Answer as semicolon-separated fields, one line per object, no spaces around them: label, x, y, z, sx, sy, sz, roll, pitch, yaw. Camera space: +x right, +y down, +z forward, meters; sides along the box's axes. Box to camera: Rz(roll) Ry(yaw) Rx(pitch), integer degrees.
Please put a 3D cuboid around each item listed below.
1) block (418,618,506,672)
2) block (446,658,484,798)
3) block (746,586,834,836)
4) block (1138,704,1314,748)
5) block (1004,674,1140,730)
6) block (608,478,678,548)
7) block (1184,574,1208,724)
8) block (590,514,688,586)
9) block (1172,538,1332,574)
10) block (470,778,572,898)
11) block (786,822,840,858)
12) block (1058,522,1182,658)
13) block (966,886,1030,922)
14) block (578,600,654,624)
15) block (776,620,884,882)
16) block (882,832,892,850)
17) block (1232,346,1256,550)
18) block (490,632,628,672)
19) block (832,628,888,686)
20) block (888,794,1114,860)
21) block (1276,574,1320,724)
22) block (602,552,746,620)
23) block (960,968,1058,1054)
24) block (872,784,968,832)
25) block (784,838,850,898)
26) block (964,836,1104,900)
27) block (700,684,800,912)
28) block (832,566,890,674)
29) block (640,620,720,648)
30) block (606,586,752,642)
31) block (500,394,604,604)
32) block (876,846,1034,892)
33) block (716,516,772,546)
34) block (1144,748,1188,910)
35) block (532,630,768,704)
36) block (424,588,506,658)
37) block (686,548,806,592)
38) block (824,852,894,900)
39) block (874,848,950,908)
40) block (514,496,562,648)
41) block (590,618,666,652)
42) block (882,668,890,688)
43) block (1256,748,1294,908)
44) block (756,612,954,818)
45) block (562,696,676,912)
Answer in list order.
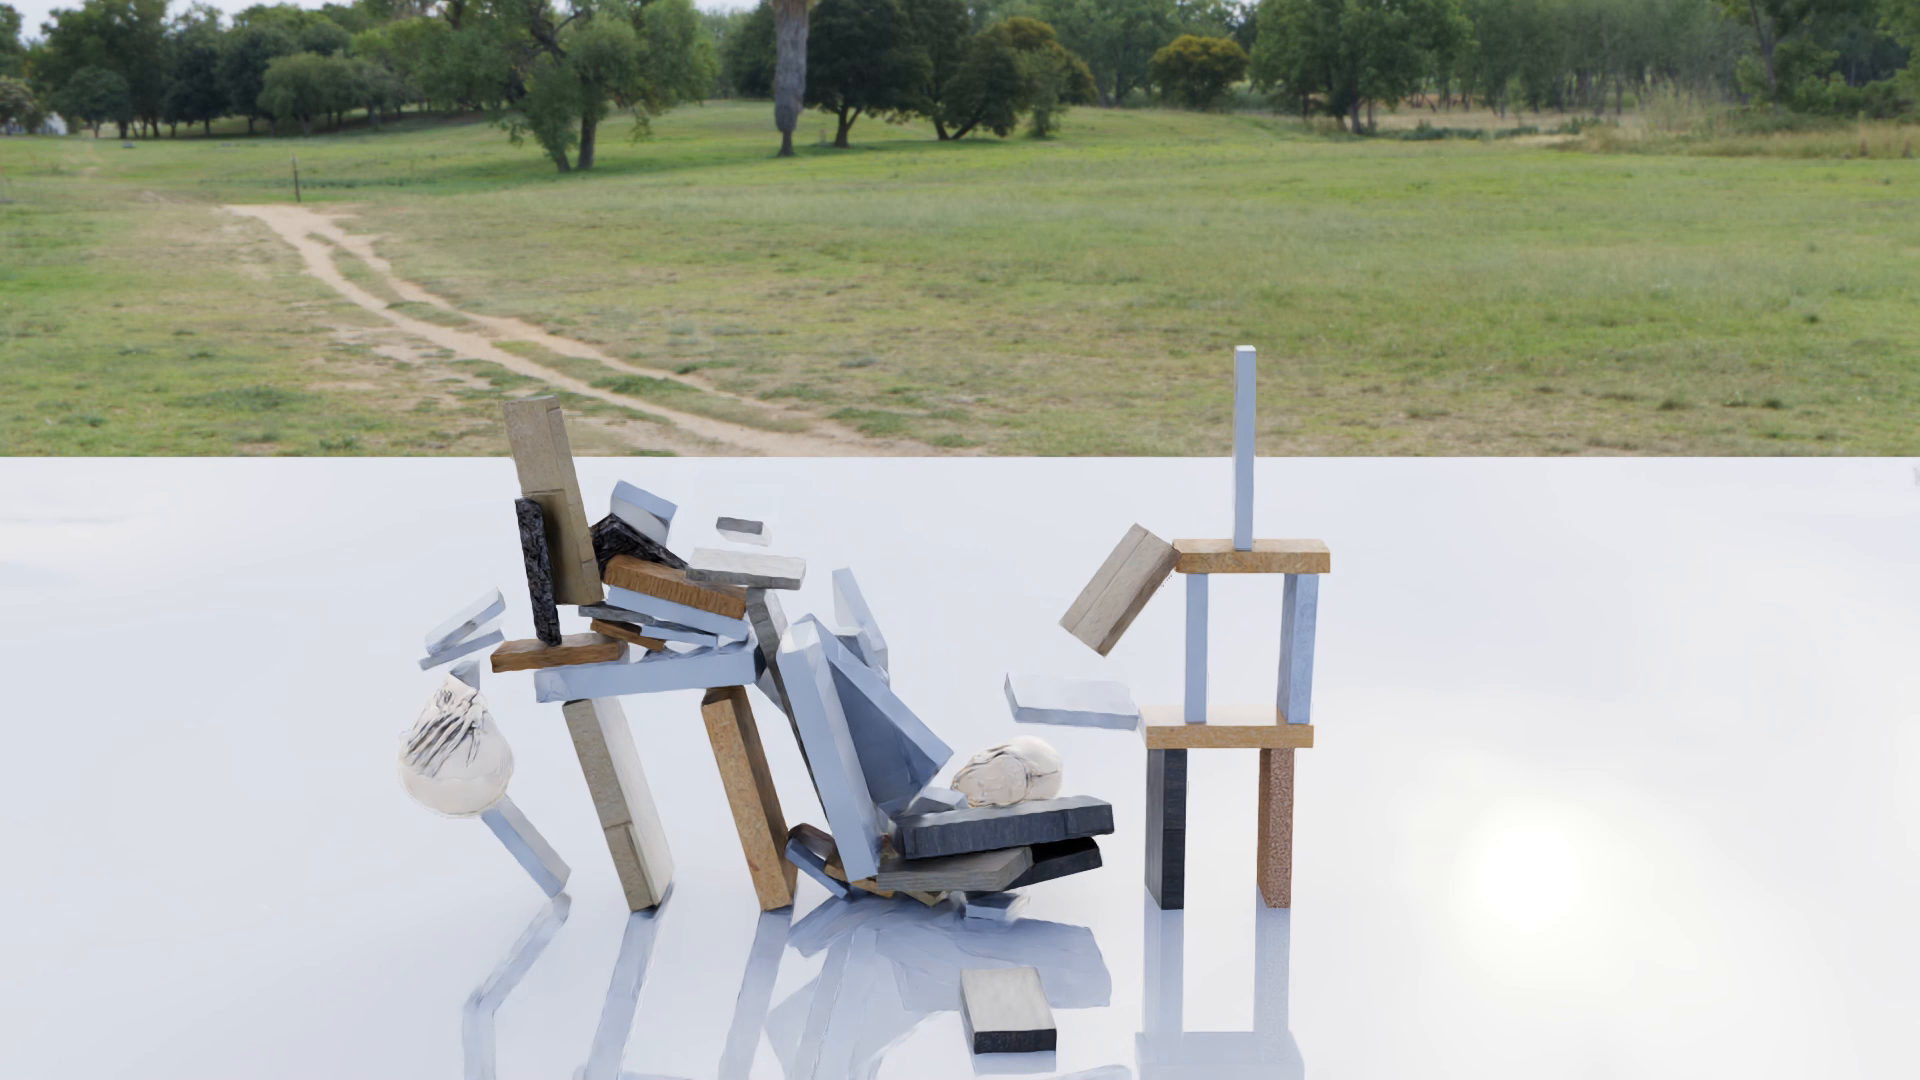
block;-0.812;0.169;3.583;0.140;0.020;0.070;-21;18;-6
block;-0.813;0.308;3.617;0.029;0.206;0.103;0;11;1
block;-0.261;0.284;3.661;0.033;0.483;0.116;-16;25;5
block;0.434;0.305;3.612;0.271;0.038;0.135;0;11;-1
block;0.182;0.264;3.589;0.204;0.029;0.102;5;27;-13
block;-0.537;-0.036;3.711;0.107;0.030;0.214;24;-19;-3
block;0.385;0.164;3.595;0.035;0.246;0.123;0;10;5
block;-0.552;0.040;3.694;0.107;0.030;0.214;-31;-41;19
block;0.470;0.026;3.566;0.246;0.035;0.123;0;10;2
block;-0.727;0.494;3.645;0.029;0.206;0.103;-38;8;2
block;-0.225;0.514;3.693;0.121;0.017;0.060;29;-30;-16
block;0.254;0.079;3.489;0.029;0.204;0.102;39;-2;-41
block;0.062;0.590;3.613;0.068;0.019;0.137;5;11;17
block;-0.559;0.117;3.583;0.122;0.017;0.061;7;9;-7
block;-0.209;0.341;3.572;0.049;0.392;0.172;-16;12;5
block;-0.095;0.534;3.776;0.137;0.068;0.019;-4;3;-20
block;0.457;-0.150;3.541;0.029;0.317;0.102;1;9;4
block;-0.653;0.181;3.594;0.206;0.029;0.103;-6;10;2
block;-0.166;0.224;3.762;0.022;0.154;0.077;-34;20;-35
block;0.065;0.472;3.629;0.345;0.049;0.172;-6;-1;-11
block;0.550;0.164;3.590;0.035;0.246;0.123;2;10;-1
block;-0.459;0.075;3.587;0.231;0.033;0.116;15;8;-3
block;0.066;0.671;3.145;0.115;0.033;0.230;-1;11;-5
block;-0.082;0.479;3.886;0.237;0.118;0.034;11;38;36
block;-0.238;0.547;3.662;0.121;0.017;0.060;38;8;-7
block;0.111;0.533;3.614;0.230;0.033;0.115;-13;9;-6
block;-0.346;0.414;3.639;0.051;0.357;0.179;-15;10;2
block;-0.184;0.171;4.072;0.034;0.118;0.237;-13;42;-14
block;-0.455;0.151;3.582;0.122;0.017;0.061;9;9;-3
block;-0.455;0.110;3.597;0.231;0.033;0.116;16;8;-3
block;-0.657;-0.062;3.548;0.107;0.339;0.030;-2;15;40
block;-0.010;0.532;3.561;0.230;0.033;0.115;-6;11;31
block;-0.366;-0.014;3.735;0.077;0.022;0.154;8;-8;2
block;0.339;0.459;3.635;0.038;0.271;0.135;-1;11;-7
block;-0.499;0.204;3.598;0.357;0.051;0.179;-5;10;4
block;-0.800;0.133;3.555;0.140;0.020;0.070;-34;22;-3
block;-0.346;0.047;3.577;0.185;0.022;0.077;6;25;2
block;-0.167;0.560;3.665;0.121;0.017;0.060;22;9;-5
block;-0.085;0.560;3.653;0.137;0.019;0.068;24;24;21
block;-0.682;0.052;3.561;0.020;0.236;0.070;-14;18;-27
block;-0.540;0.150;3.584;0.122;0.017;0.061;19;8;-6
block;-0.174;0.324;3.995;0.034;0.237;0.118;-16;33;-30
block;0.522;0.457;3.642;0.038;0.271;0.135;0;11;0
block;-0.184;0.303;3.755;0.345;0.172;0.049;44;41;9
block;-0.562;0.414;3.639;0.051;0.357;0.179;-16;10;4
